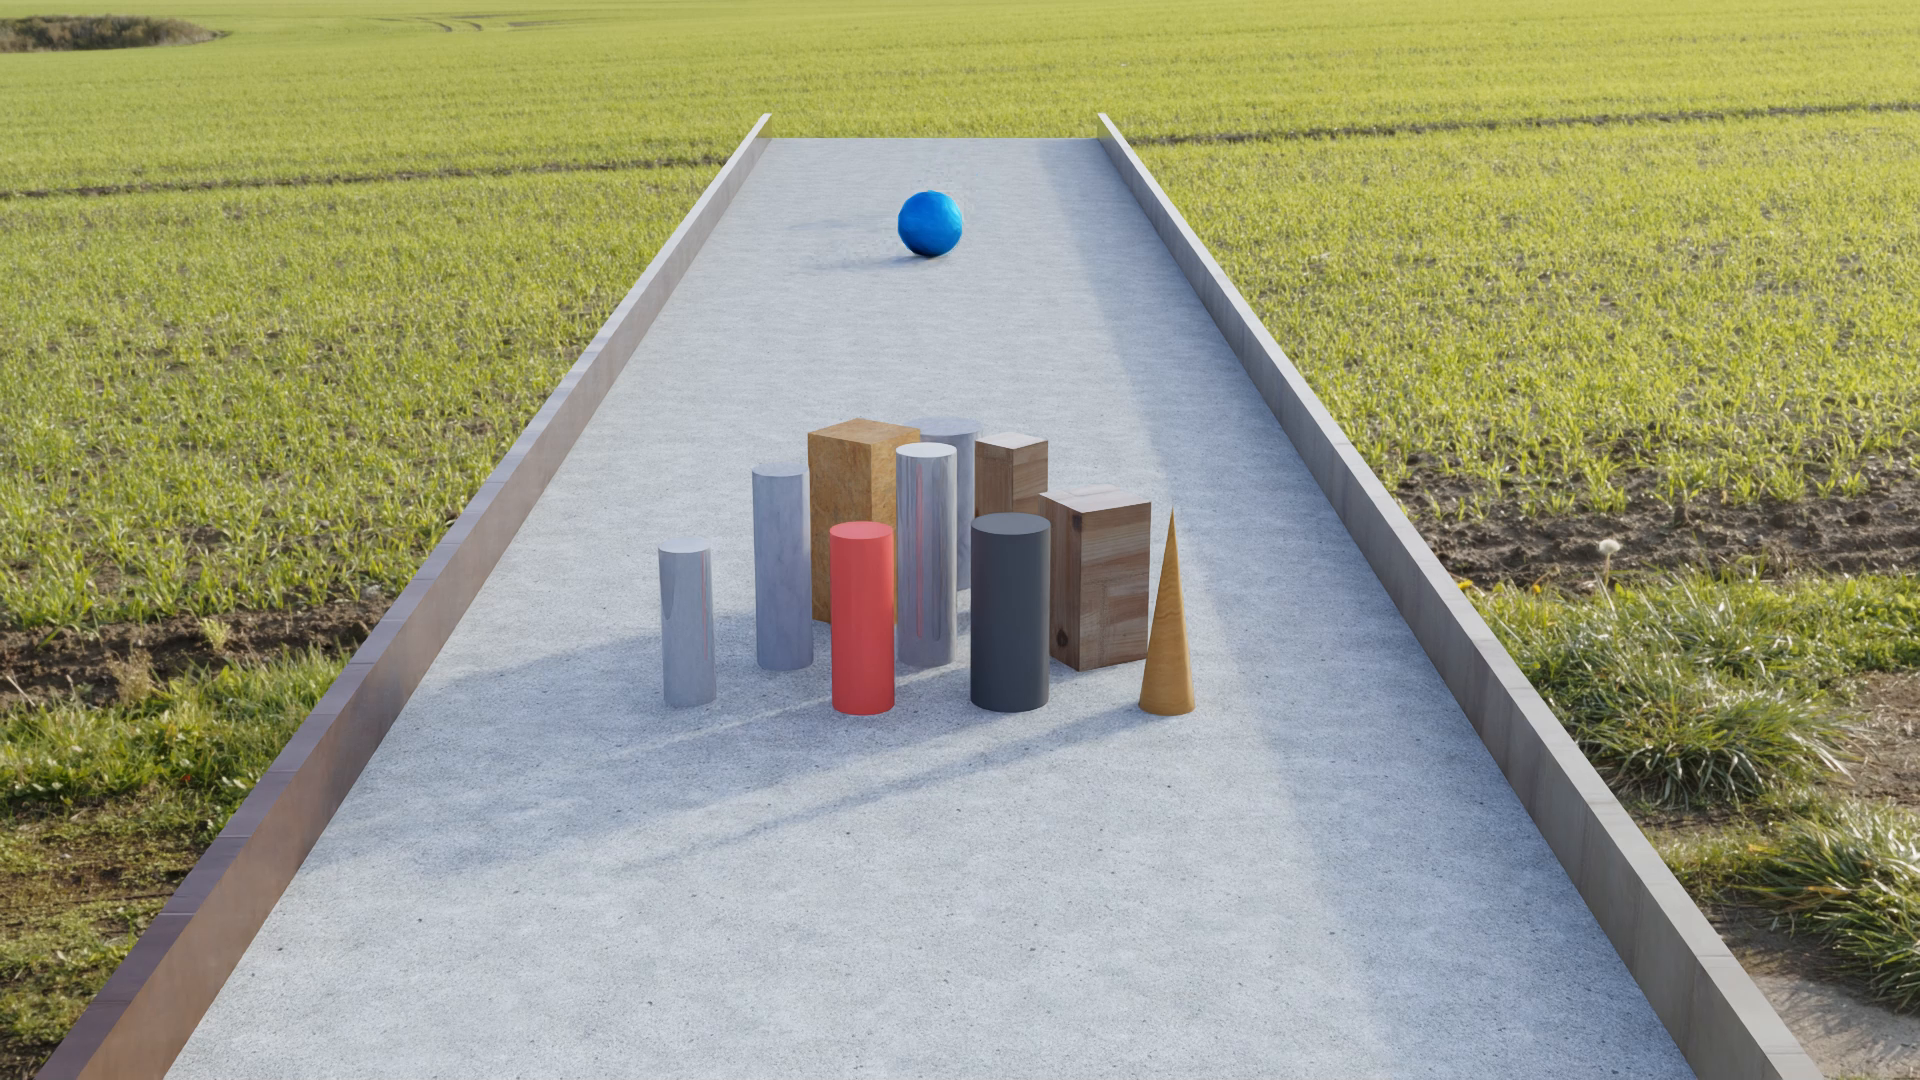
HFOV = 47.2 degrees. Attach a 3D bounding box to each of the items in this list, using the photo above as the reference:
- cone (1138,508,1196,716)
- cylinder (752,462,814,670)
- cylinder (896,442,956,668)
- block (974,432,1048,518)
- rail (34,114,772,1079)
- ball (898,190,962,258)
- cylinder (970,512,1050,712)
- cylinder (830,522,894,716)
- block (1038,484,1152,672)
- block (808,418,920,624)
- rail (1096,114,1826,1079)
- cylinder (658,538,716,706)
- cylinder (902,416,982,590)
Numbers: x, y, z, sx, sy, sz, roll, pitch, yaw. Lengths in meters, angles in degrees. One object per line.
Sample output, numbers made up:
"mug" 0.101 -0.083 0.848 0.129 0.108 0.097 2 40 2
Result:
"cone" 0.392 0.124 4.115 0.108 0.396 0.108 0 17 0
"cylinder" -0.350 0.053 4.351 0.112 0.398 0.112 0 17 0
"cylinder" -0.066 0.030 4.372 0.120 0.431 0.120 0 17 0
"block" 0.108 -0.029 4.662 0.109 0.377 0.109 15 22 41
"rail" -1.118 -0.838 7.780 0.050 0.150 12.000 0 17 -1
"ball" -0.125 -1.319 9.180 0.274 0.274 0.274 0 17 0
"cylinder" 0.095 0.136 4.158 0.150 0.349 0.150 0 17 0
"cylinder" -0.183 0.147 4.129 0.118 0.345 0.118 0 17 0
"block" 0.267 0.073 4.408 0.162 0.327 0.162 -9 19 -28
"block" -0.199 -0.033 4.626 0.167 0.405 0.167 12 20 34
"rail" 0.932 -0.844 7.801 0.050 0.150 12.000 0 17 -1
"cylinder" -0.517 0.156 4.170 0.100 0.304 0.100 0 17 0
"cylinder" -0.039 -0.081 4.877 0.177 0.354 0.177 0 17 0
